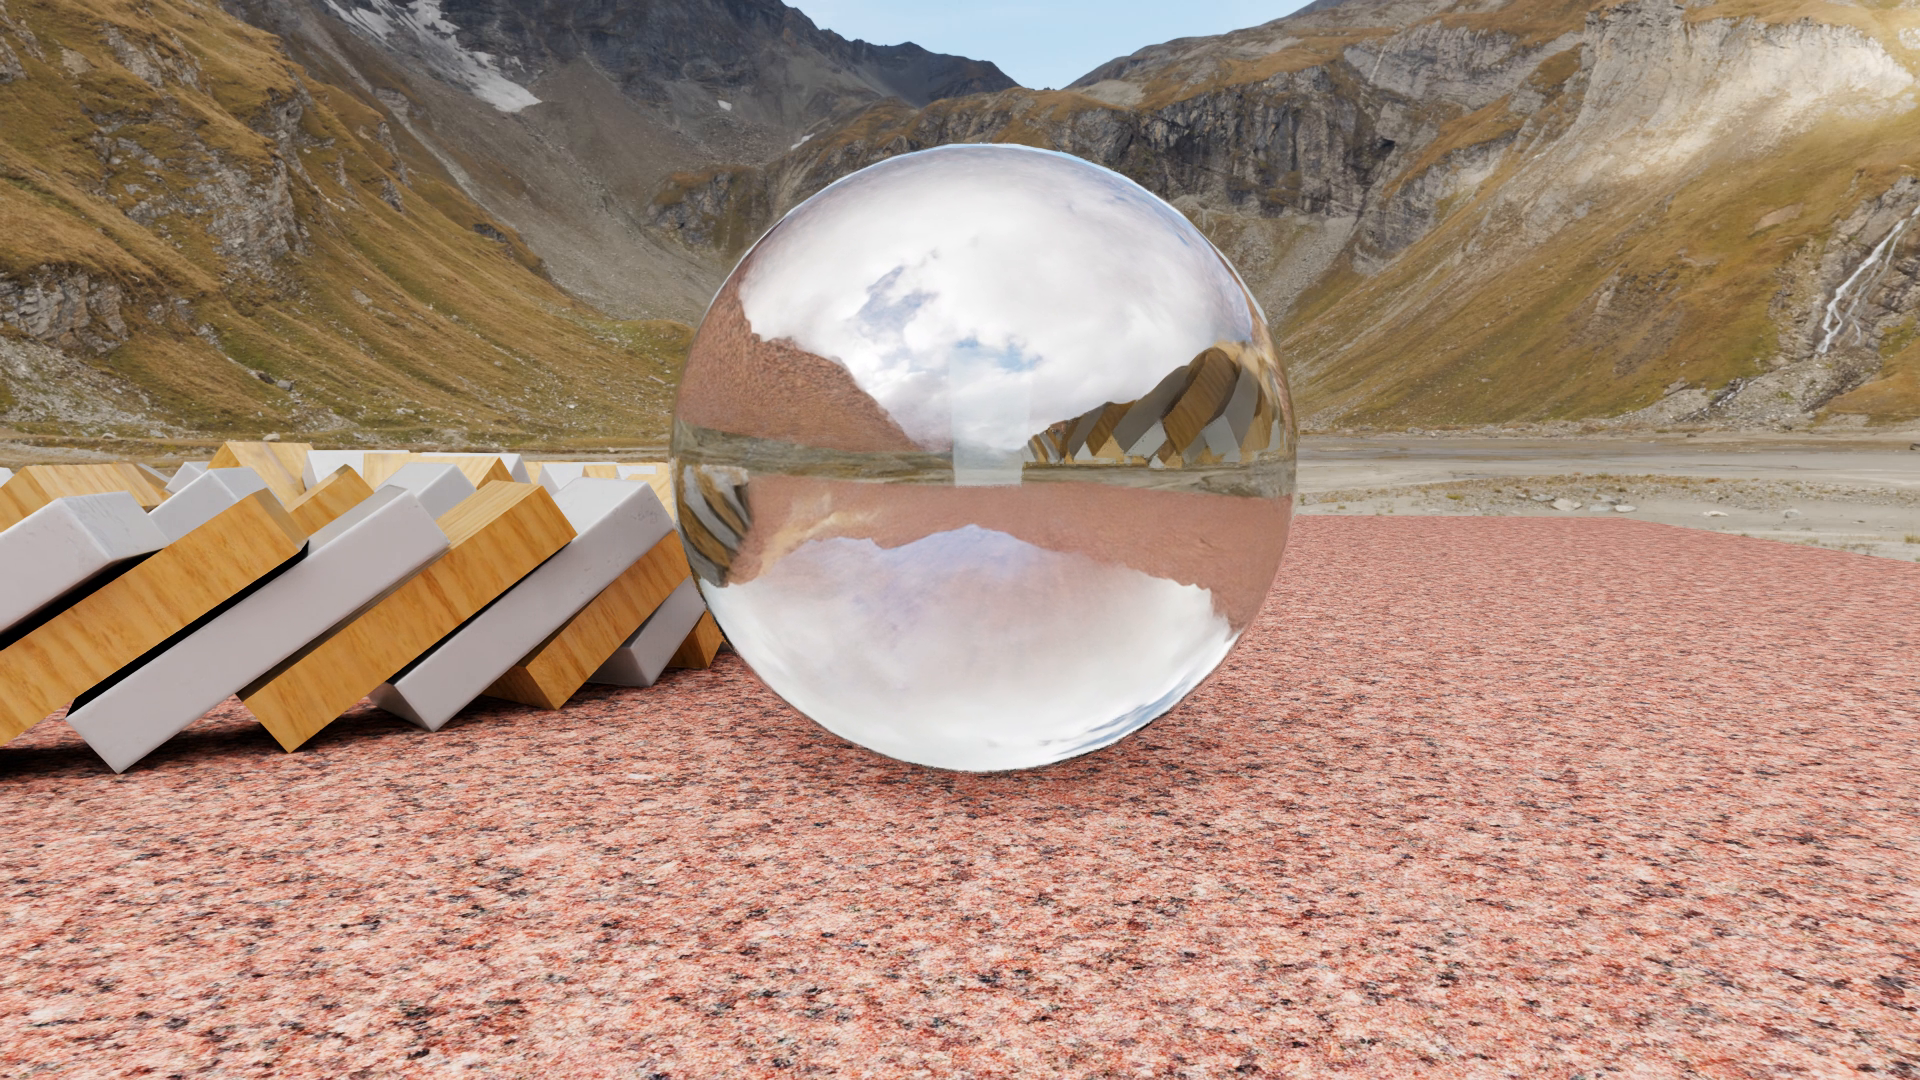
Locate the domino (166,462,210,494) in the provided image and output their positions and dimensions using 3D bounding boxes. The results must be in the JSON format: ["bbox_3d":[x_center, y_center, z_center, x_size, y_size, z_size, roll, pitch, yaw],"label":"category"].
[{"bbox_3d":[-0.208,-0.005,0.385,0.050,0.010,0.025,36,-4,-12],"label":"domino"}]

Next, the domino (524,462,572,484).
[{"bbox_3d":[-0.117,-0.005,0.385,0.050,0.009,0.025,44,28,28],"label":"domino"}]

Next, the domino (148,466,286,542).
[{"bbox_3d":[-0.149,0.006,0.231,0.050,0.009,0.025,-39,12,-9],"label":"domino"}]

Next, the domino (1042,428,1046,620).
[{"bbox_3d":[0.008,-0.005,0.319,0.025,0.050,0.010,0,-31,2],"label":"domino"}]

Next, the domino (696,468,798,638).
[{"bbox_3d":[-0.053,0.002,0.298,0.025,0.009,0.050,1,39,3],"label":"domino"}]

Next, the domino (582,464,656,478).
[{"bbox_3d":[-0.088,-0.003,0.363,0.025,0.009,0.050,-3,40,-35],"label":"domino"}]

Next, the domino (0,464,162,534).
[{"bbox_3d":[-0.167,0.006,0.222,0.050,0.009,0.025,-39,2,5],"label":"domino"}]

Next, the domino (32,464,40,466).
[{"bbox_3d":[-0.237,-0.003,0.361,0.025,0.009,0.050,5,-29,51],"label":"domino"}]

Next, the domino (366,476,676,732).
[{"bbox_3d":[-0.073,0.009,0.209,0.025,0.009,0.050,6,42,47],"label":"domino"}]

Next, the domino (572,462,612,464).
[{"bbox_3d":[-0.117,-0.010,0.458,0.050,0.009,0.025,38,17,18],"label":"domino"}]

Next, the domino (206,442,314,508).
[{"bbox_3d":[-0.167,-0.004,0.329,0.009,0.050,0.025,-45,-13,18],"label":"domino"}]

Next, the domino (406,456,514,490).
[{"bbox_3d":[-0.120,0.002,0.279,0.025,0.009,0.050,1,45,20],"label":"domino"}]

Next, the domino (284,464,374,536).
[{"bbox_3d":[-0.133,0.005,0.242,0.050,0.010,0.025,-42,22,-18],"label":"domino"}]

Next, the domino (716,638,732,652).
[{"bbox_3d":[-0.053,0.003,0.280,0.025,0.009,0.050,1,39,10],"label":"domino"}]

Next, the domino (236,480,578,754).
[{"bbox_3d":[-0.085,0.010,0.196,0.050,0.010,0.025,-42,27,-26],"label":"domino"}]

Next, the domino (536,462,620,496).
[{"bbox_3d":[-0.102,-0.004,0.375,0.025,0.010,0.050,-4,41,-44],"label":"domino"}]

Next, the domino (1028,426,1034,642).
[{"bbox_3d":[0.004,-0.002,0.284,0.025,0.050,0.009,0,-30,2],"label":"domino"}]

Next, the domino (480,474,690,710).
[{"bbox_3d":[-0.064,0.007,0.225,0.025,0.009,0.050,4,41,37],"label":"domino"}]

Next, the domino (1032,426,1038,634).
[{"bbox_3d":[0.005,-0.003,0.296,0.025,0.050,0.009,0,-30,2],"label":"domino"}]

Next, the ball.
[{"bbox_3d":[0.003,-0.010,0.167,0.080,0.080,0.080,0,4,0],"label":"ball"}]

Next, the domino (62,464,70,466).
[{"bbox_3d":[-0.273,-0.007,0.424,0.050,0.010,0.025,37,-15,-28],"label":"domino"}]

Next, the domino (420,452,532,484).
[{"bbox_3d":[-0.120,0.000,0.296,0.025,0.009,0.050,1,46,6],"label":"domino"}]

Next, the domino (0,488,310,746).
[{"bbox_3d":[-0.114,0.012,0.173,0.050,0.009,0.025,-38,18,-17],"label":"domino"}]

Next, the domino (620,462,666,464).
[{"bbox_3d":[-0.099,-0.009,0.452,0.050,0.009,0.025,39,22,23],"label":"domino"}]

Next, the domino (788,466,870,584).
[{"bbox_3d":[-0.038,-0.006,0.411,0.025,0.009,0.050,-4,39,-39],"label":"domino"}]

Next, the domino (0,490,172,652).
[{"bbox_3d":[-0.130,0.012,0.164,0.050,0.009,0.025,-36,13,-11],"label":"domino"}]

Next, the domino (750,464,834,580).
[{"bbox_3d":[-0.053,-0.007,0.423,0.025,0.010,0.050,-4,40,-46],"label":"domino"}]

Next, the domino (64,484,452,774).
[{"bbox_3d":[-0.099,0.011,0.184,0.050,0.010,0.025,-40,22,-22],"label":"domino"}]

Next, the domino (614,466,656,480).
[{"bbox_3d":[-0.076,-0.002,0.349,0.025,0.009,0.050,-2,40,-29],"label":"domino"}]

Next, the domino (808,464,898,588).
[{"bbox_3d":[-0.025,-0.005,0.398,0.025,0.009,0.050,-3,39,-34],"label":"domino"}]

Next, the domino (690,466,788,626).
[{"bbox_3d":[-0.056,0.000,0.316,0.025,0.009,0.050,0,40,-4],"label":"domino"}]

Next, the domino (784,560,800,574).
[{"bbox_3d":[-0.068,-0.008,0.434,0.050,0.009,0.025,42,28,29],"label":"domino"}]

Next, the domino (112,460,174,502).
[{"bbox_3d":[-0.224,-0.004,0.375,0.050,0.010,0.025,38,-12,-22],"label":"domino"}]

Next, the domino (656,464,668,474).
[{"bbox_3d":[-0.065,-0.001,0.334,0.025,0.009,0.050,-1,41,-18],"label":"domino"}]

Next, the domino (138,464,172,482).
[{"bbox_3d":[-0.258,-0.008,0.436,0.050,0.010,0.025,35,-9,-20],"label":"domino"}]

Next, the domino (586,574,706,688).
[{"bbox_3d":[-0.058,0.006,0.244,0.025,0.009,0.050,2,39,23],"label":"domino"}]

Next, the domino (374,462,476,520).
[{"bbox_3d":[-0.122,0.004,0.257,0.025,0.009,0.050,4,45,46],"label":"domino"}]

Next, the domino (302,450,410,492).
[{"bbox_3d":[-0.147,-0.002,0.326,0.025,0.009,0.050,-4,48,-41],"label":"domino"}]

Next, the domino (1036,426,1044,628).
[{"bbox_3d":[0.007,-0.004,0.307,0.025,0.050,0.010,0,-30,2],"label":"domino"}]

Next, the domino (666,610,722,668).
[{"bbox_3d":[-0.056,0.005,0.263,0.025,0.009,0.050,1,39,14],"label":"domino"}]

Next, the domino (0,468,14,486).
[{"bbox_3d":[-0.186,0.007,0.219,0.050,0.010,0.025,-39,-9,19],"label":"domino"}]

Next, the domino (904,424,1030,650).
[{"bbox_3d":[0.002,-0.001,0.273,0.025,0.050,0.010,0,-30,2],"label":"domino"}]

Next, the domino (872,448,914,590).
[{"bbox_3d":[-0.009,-0.007,0.384,0.025,0.009,0.050,0,47,-17],"label":"domino"}]

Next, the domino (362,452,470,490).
[{"bbox_3d":[-0.133,-0.001,0.314,0.025,0.010,0.050,-2,46,-21],"label":"domino"}]
